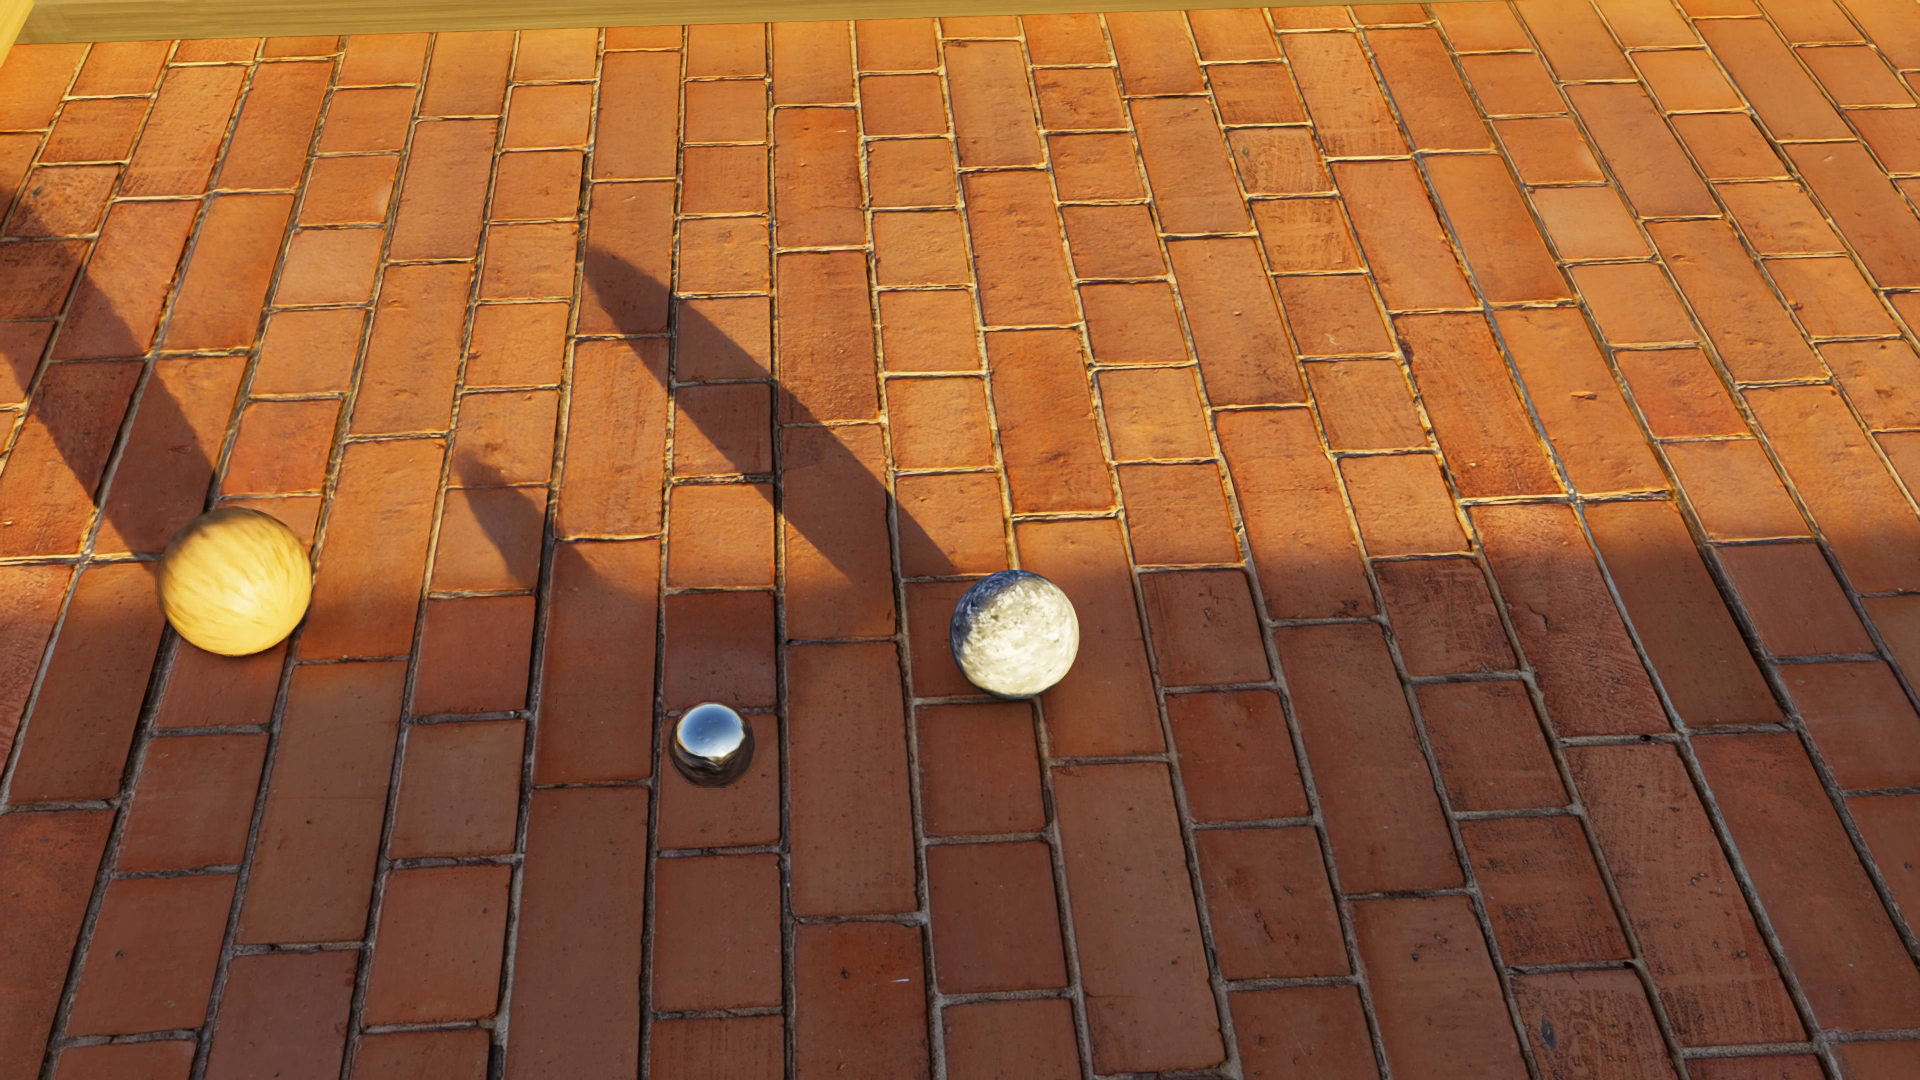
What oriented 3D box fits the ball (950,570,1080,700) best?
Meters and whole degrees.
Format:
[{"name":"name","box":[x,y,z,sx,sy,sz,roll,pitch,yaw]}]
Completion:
[{"name":"ball","box":[0.033,0.058,1.565,0.080,0.080,0.080,0,36,0]}]

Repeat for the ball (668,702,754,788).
[{"name":"ball","box":[-0.145,0.120,1.505,0.050,0.050,0.050,0,36,0]}]

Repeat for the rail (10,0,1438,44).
[{"name":"rail","box":[0.746,-0.553,2.367,3.230,0.121,0.045,-2,36,-3]}]

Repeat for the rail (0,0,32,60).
[{"name":"rail","box":[-0.782,0.009,1.595,0.045,0.121,1.741,-2,36,-3]}]

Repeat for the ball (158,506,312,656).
[{"name":"ball","box":[-0.451,0.026,1.598,0.093,0.093,0.093,0,36,0]}]
